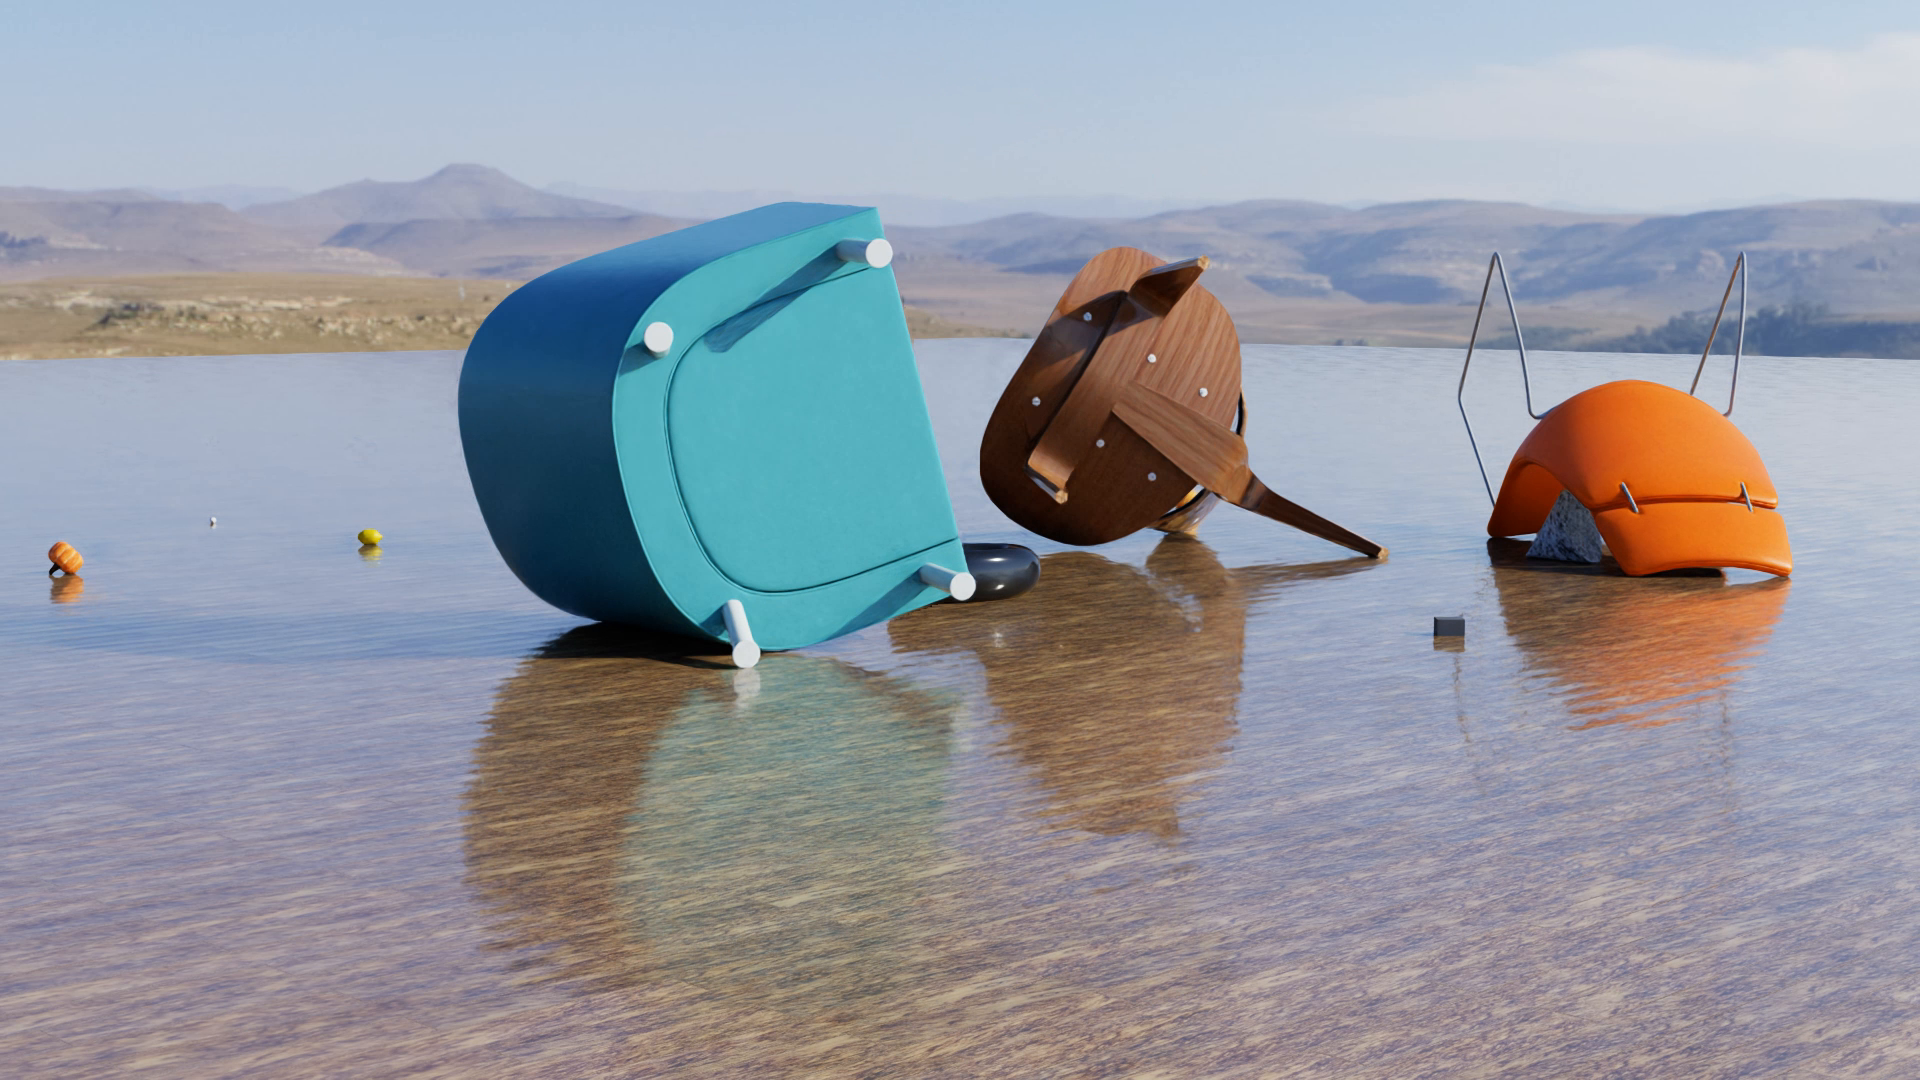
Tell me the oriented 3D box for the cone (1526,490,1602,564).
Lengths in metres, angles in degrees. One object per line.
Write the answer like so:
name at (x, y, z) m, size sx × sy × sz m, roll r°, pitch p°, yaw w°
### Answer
cone at (1.380, 0.003, 5.976) m, size 0.140 × 0.193 × 0.165 m, roll 10°, pitch -33°, yaw -41°

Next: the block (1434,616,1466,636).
block at (0.901, 0.159, 4.723) m, size 0.050 × 0.030 × 0.041 m, roll 0°, pitch 6°, yaw 1°

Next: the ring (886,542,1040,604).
ring at (0.009, 0.067, 5.246) m, size 0.364 × 0.108 × 0.165 m, roll -3°, pitch 8°, yaw -33°
